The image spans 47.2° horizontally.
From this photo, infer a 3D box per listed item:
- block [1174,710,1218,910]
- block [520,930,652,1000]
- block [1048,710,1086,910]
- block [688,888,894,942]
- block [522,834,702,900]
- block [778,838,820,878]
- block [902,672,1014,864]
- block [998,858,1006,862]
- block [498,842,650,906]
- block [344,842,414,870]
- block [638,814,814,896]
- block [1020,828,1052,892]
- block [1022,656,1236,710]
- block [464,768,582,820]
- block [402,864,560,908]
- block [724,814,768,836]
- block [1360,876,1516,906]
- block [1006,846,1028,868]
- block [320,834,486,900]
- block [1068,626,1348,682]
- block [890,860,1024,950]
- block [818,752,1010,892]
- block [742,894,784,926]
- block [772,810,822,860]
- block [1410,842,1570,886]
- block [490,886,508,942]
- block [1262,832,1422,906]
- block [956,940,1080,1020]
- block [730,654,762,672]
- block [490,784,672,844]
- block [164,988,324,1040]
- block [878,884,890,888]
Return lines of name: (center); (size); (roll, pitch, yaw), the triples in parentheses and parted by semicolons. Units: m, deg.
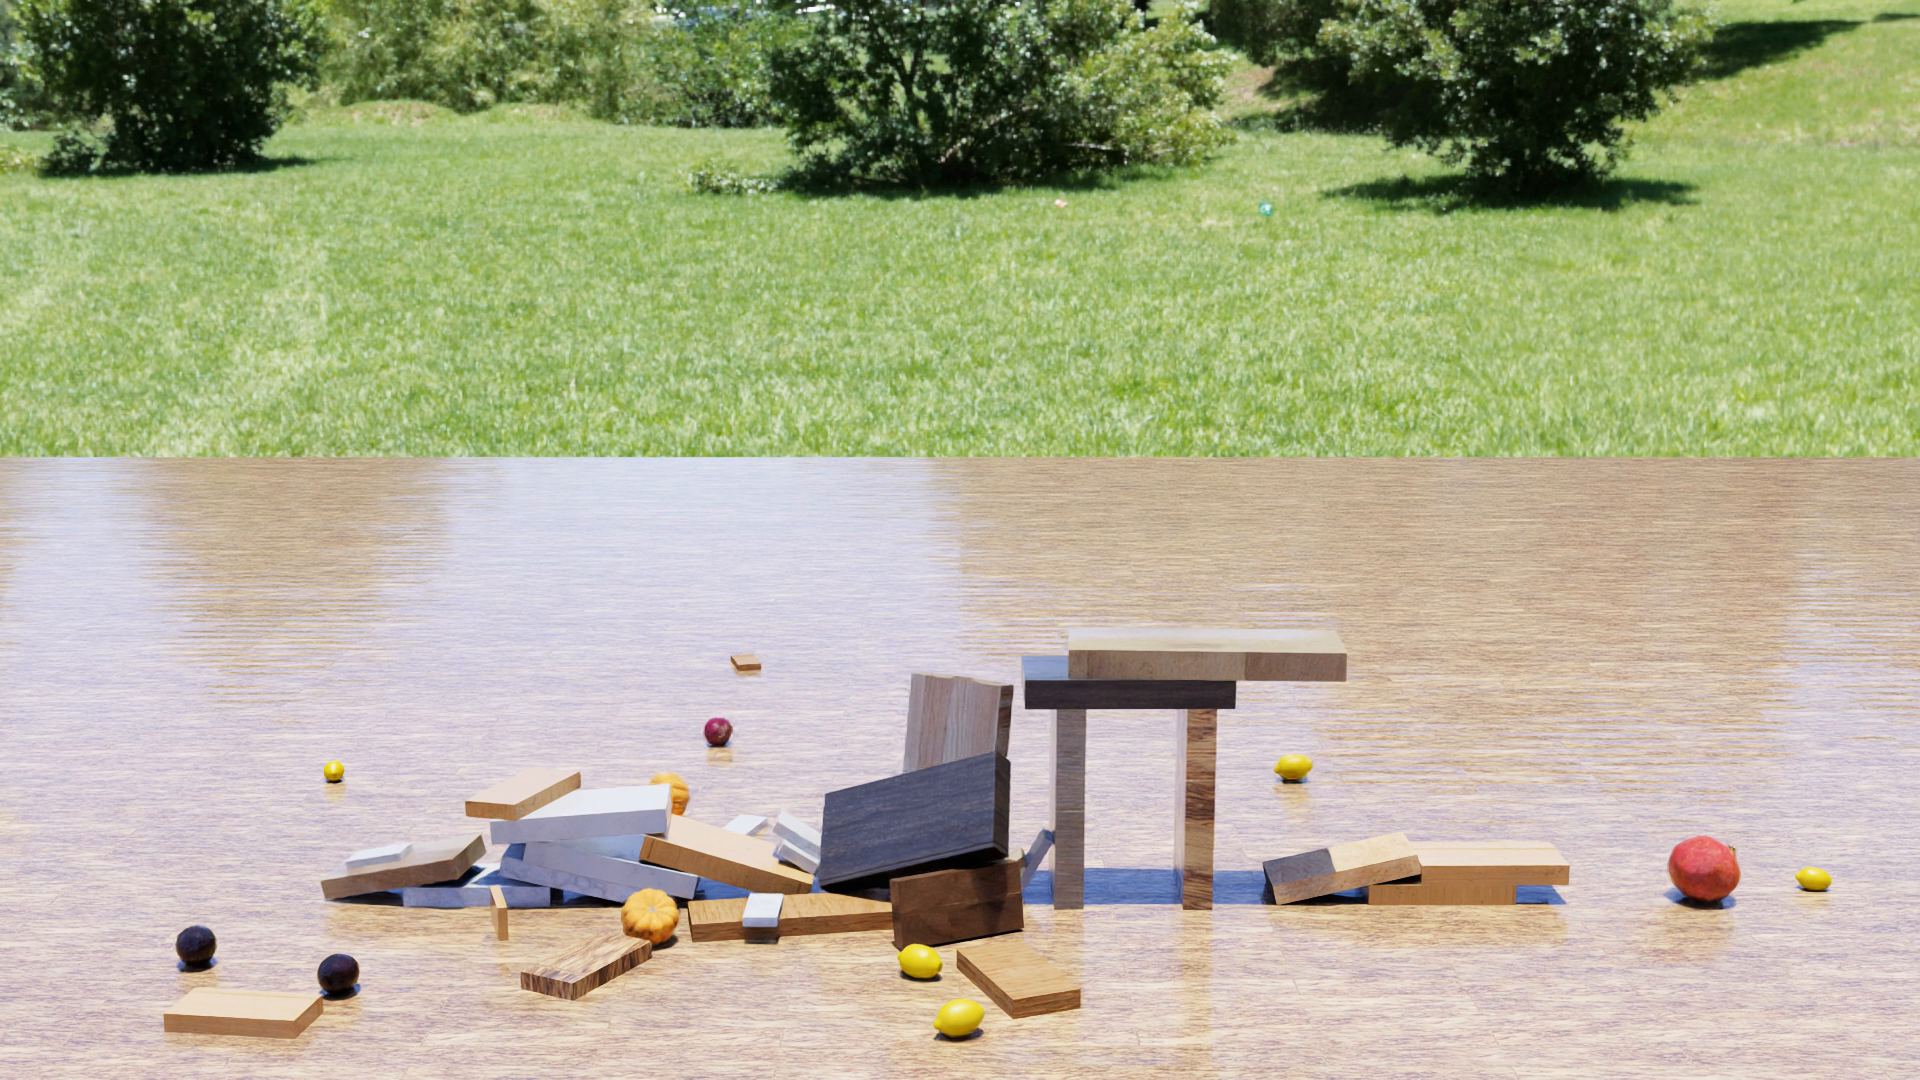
block: (0.389, 0.423, 3.643); (0.048, 0.338, 0.169); (0, 11, 0)
block: (-0.562, 0.641, 3.319); (0.097, 0.027, 0.194); (6, 12, 28)
block: (0.177, 0.422, 3.646); (0.048, 0.338, 0.169); (0, 11, -1)
block: (-0.198, 0.599, 3.538); (0.471, 0.030, 0.107); (-2, 11, -11)
block: (-0.569, 0.525, 3.654); (0.284, 0.040, 0.142); (12, 10, -2)
block: (-0.237, 0.541, 3.676); (0.141, 0.020, 0.071); (32, 9, -5)
block: (-0.011, 0.395, 3.638); (0.167, 0.334, 0.047); (7, 3, 27)
block: (0.022, 0.551, 3.693); (0.112, 0.016, 0.056); (-29, 9, 5)
block: (-0.634, 0.548, 3.658); (0.240, 0.034, 0.120); (13, 10, -1)
block: (-0.967, 0.526, 3.661); (0.100, 0.014, 0.050); (-10, 11, 14)
block: (-0.385, 0.527, 3.660); (0.283, 0.040, 0.142); (17, 10, -5)
block: (0.118, 0.538, 3.661); (0.016, 0.113, 0.056); (29, 9, -6)
block: (0.273, 0.233, 3.608); (0.338, 0.048, 0.169); (0, 11, 0)
block: (-0.724, 0.421, 3.650); (0.097, 0.027, 0.193); (1, 11, 23)
block: (-0.792, 0.574, 3.662); (0.240, 0.034, 0.120); (0, 11, 0)
block: (-0.394, 0.523, 3.987); (0.054, 0.015, 0.109); (3, 11, 17)
block: (0.792, 0.572, 3.670); (0.242, 0.034, 0.121); (0, 11, 0)
block: (0.058, 0.554, 3.670); (0.113, 0.016, 0.056); (-30, 10, 4)
block: (-0.924, 0.543, 3.655); (0.240, 0.034, 0.120); (-11, 11, 13)
block: (0.399, 0.186, 3.598); (0.444, 0.047, 0.167); (1, 11, 3)
block: (-0.004, 0.573, 3.460); (0.213, 0.107, 0.030); (-5, 1, -26)
block: (-0.075, 0.463, 3.574); (0.334, 0.167, 0.047); (-17, -37, 27)
block: (-0.311, 0.586, 3.483); (0.054, 0.015, 0.108); (0, 11, 1)
block: (-0.248, 0.508, 3.693); (0.141, 0.020, 0.071); (32, 9, -4)
block: (0.877, 0.539, 3.664); (0.242, 0.034, 0.121); (0, 11, -1)
block: (-0.734, 0.594, 3.501); (0.015, 0.054, 0.109); (-3, 11, -18)
block: (0.634, 0.546, 3.665); (0.242, 0.034, 0.121); (-13, 10, 2)
block: (0.085, 0.650, 3.263); (0.107, 0.030, 0.213); (-4, 11, -22)
block: (-0.510, 0.291, 5.238); (0.054, 0.015, 0.109); (-3, 11, -16)
block: (-0.623, 0.453, 3.635); (0.284, 0.040, 0.142); (-4, 10, -4)
block: (-1.021, 0.675, 3.138); (0.193, 0.027, 0.097); (1, 11, 8)
block: (-0.116, 0.565, 3.674); (0.141, 0.020, 0.071); (11, 8, 2)
